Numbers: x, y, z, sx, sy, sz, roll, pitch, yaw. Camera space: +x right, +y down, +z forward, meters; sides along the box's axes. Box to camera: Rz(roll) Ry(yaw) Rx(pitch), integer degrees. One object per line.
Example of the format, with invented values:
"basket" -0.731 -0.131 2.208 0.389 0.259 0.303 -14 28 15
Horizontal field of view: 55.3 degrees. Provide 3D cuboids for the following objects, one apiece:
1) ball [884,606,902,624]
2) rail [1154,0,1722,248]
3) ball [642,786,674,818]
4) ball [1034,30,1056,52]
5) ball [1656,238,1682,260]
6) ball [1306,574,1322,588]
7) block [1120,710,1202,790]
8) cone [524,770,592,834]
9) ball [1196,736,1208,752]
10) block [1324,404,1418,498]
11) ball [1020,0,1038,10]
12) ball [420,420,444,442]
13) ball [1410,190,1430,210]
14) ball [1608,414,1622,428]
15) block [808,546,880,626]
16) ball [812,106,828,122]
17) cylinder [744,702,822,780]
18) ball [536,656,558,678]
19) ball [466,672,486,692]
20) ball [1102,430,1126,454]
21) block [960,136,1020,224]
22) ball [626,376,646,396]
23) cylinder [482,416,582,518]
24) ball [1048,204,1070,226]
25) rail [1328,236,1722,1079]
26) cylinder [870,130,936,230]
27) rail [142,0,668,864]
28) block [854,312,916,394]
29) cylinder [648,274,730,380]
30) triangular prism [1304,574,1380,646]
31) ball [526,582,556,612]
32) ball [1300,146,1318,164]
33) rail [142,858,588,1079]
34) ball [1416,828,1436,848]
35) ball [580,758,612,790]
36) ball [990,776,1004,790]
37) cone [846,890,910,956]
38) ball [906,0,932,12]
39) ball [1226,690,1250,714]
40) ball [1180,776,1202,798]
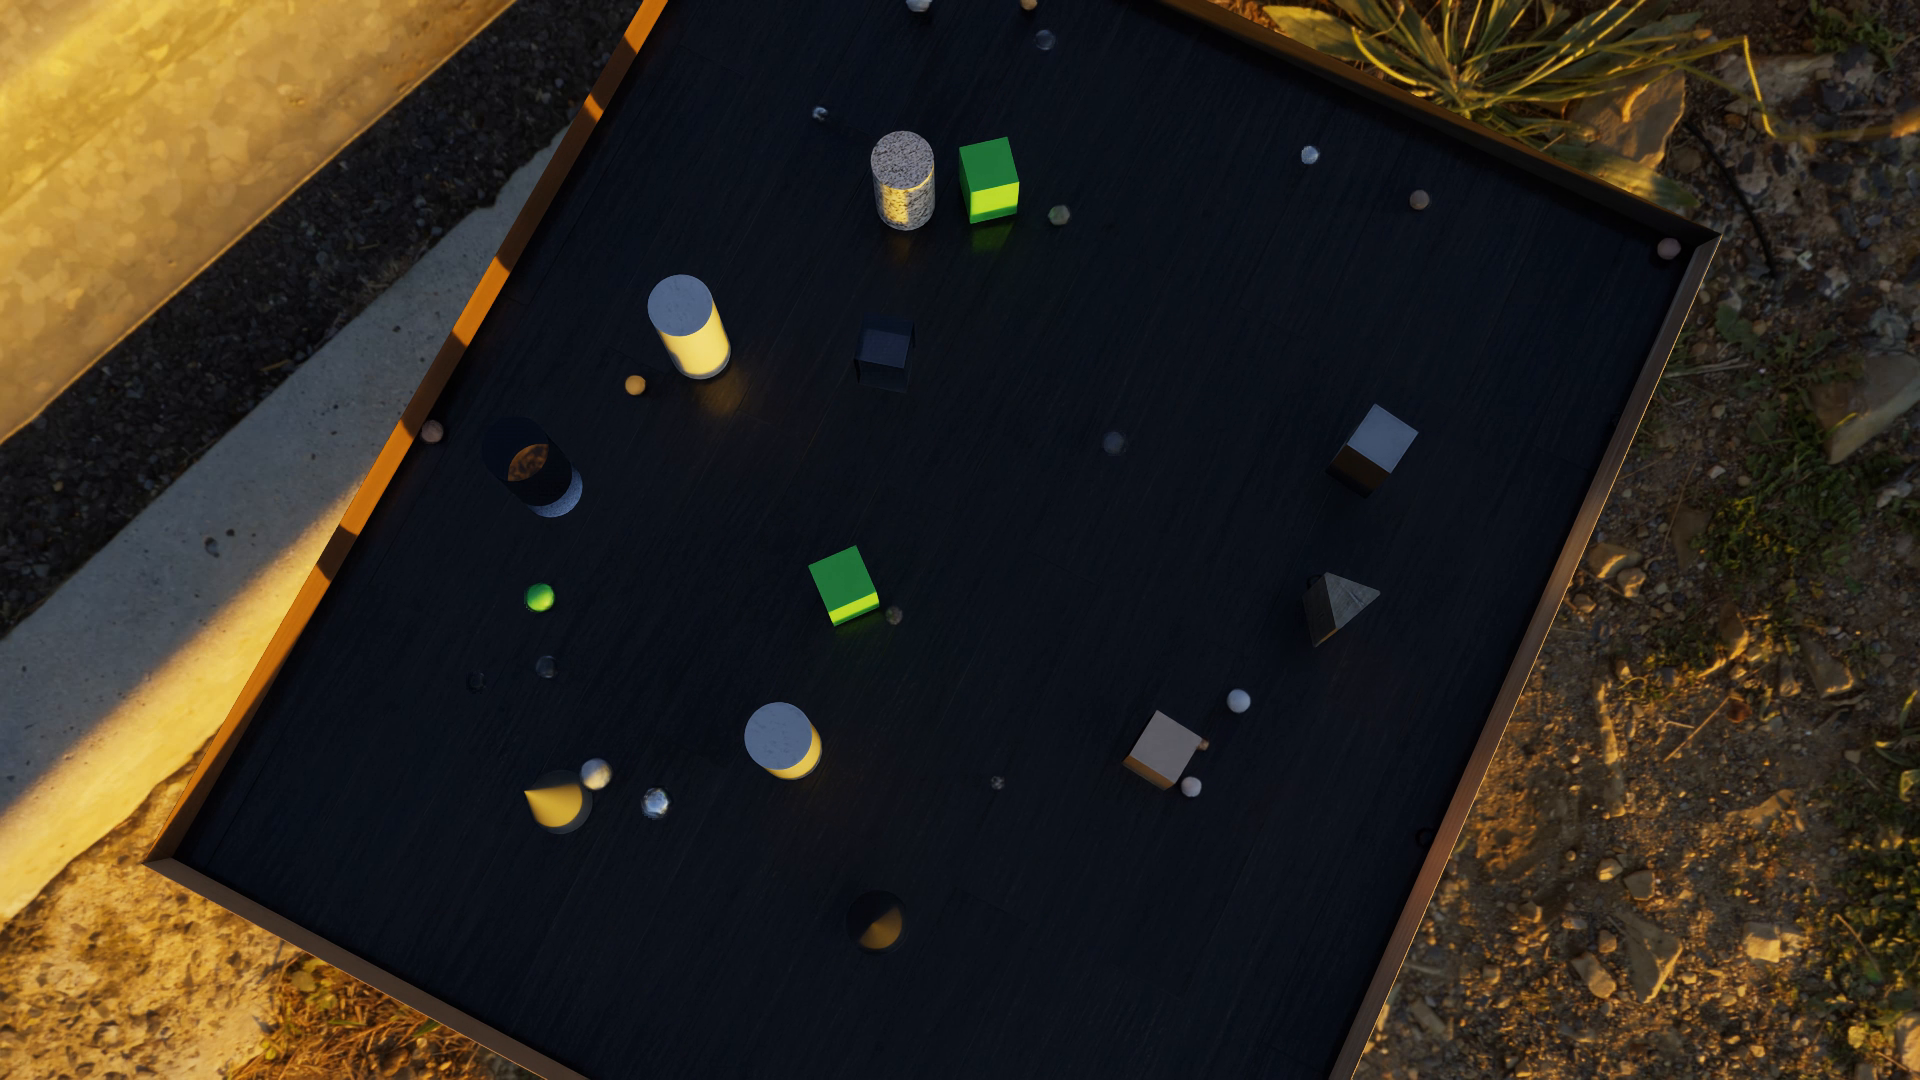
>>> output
"ball" -0.201 0.225 5.542 0.054 0.054 0.054 0 78 0
"rail" 0.848 -1.655 5.895 3.375 0.123 0.045 26 80 5
"ball" -0.892 0.772 5.409 0.093 0.093 0.093 0 78 0
"ball" 0.274 -1.613 5.915 0.068 0.068 0.068 0 78 0
"ball" 2.233 -0.916 5.769 0.072 0.072 0.072 0 78 0
"ball" 1.082 0.136 5.557 0.062 0.062 0.062 0 78 0
"block" 0.584 0.616 5.340 0.152 0.293 0.152 32 80 6
"cone" -1.189 0.732 5.225 0.190 0.469 0.190 0 78 0
"ball" 0.721 0.608 5.469 0.043 0.043 0.043 0 78 0
"block" 1.231 -0.263 5.500 0.152 0.334 0.152 35 80 7
"ball" 0.223 -1.747 5.949 0.057 0.057 0.057 0 78 0
"ball" -1.627 -0.335 5.650 0.071 0.071 0.071 0 78 0
"ball" 1.455 -1.078 5.808 0.062 0.062 0.062 0 78 0
"ball" 2.030 -0.367 5.670 0.044 0.044 0.044 0 78 0
"block" -0.343 0.139 5.456 0.152 0.257 0.152 -23 79 -5
"ball" -0.446 -1.364 5.872 0.052 0.052 0.052 0 78 0
"cylinder" -0.507 0.586 5.300 0.190 0.382 0.190 0 78 0
"ball" -1.240 0.381 5.503 0.069 0.069 0.069 0 78 0
"ball" -1.451 0.425 5.500 0.056 0.056 0.056 0 78 0
"ball" 0.473 -0.301 5.642 0.073 0.073 0.073 0 78 0
"block" 0.089 -1.120 5.718 0.152 0.255 0.152 -13 79 -3
"ball" -1.006 -0.480 5.684 0.063 0.063 0.063 0 78 0
"cylinder" -1.259 -0.211 5.418 0.190 0.474 0.190 0 78 0
"ball" 0.312 -1.027 5.796 0.065 0.065 0.065 0 78 0
"rail" 1.488 0.735 5.400 0.045 0.123 3.841 26 80 5
"cylinder" -0.173 -1.110 5.677 0.190 0.331 0.190 0 78 0
"rail" -1.488 -0.722 5.702 0.045 0.123 3.841 26 80 5
"block" -0.227 -0.571 5.599 0.152 0.266 0.152 11 79 2
"cylinder" -0.812 -0.638 5.530 0.190 0.428 0.190 0 78 0
"triangular prism" 1.090 0.184 5.399 0.164 0.351 0.142 -39 81 -7
"ball" -1.267 0.172 5.536 0.087 0.087 0.087 0 78 0
"ball" 1.115 -1.226 5.842 0.056 0.056 0.056 0 78 0
"rail" -0.848 1.668 5.207 3.375 0.123 0.045 26 80 5
"ball" 1.375 0.879 5.404 0.060 0.060 0.060 0 78 0
"ball" -1.076 0.693 5.425 0.095 0.095 0.095 0 78 0
"ball" 0.108 0.721 5.447 0.040 0.040 0.040 0 78 0
"cone" -0.240 1.085 5.190 0.190 0.395 0.190 0 78 0
"ball" -0.134 -1.752 5.935 0.085 0.085 0.085 0 78 0
"ball" 0.833 0.482 5.480 0.071 0.071 0.071 0 78 0
"ball" 0.684 0.731 5.434 0.062 0.062 0.062 0 78 0
